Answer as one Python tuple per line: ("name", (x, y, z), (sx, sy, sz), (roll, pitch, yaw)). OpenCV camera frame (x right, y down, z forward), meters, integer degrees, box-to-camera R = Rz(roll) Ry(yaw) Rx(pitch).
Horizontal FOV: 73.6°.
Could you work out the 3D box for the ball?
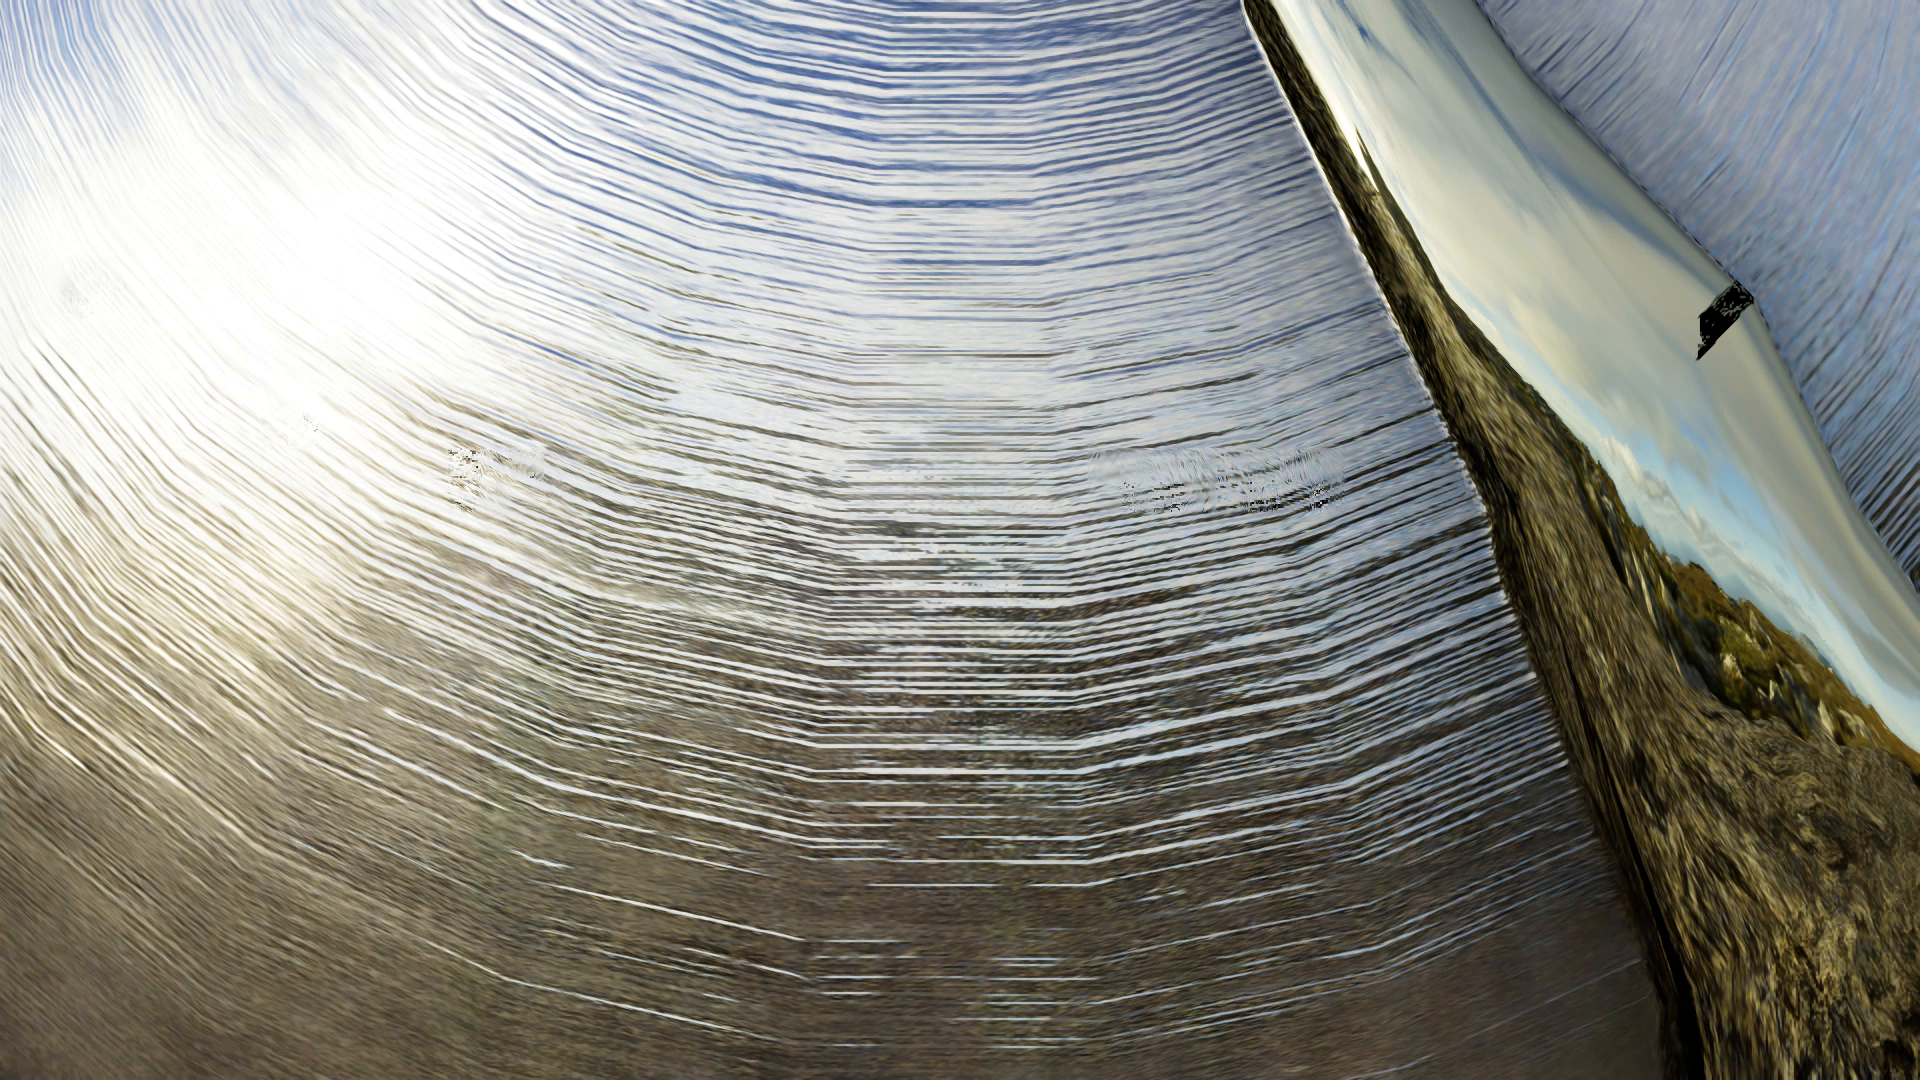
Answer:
("ball", (0.000, -0.002, 0.056), (0.080, 0.080, 0.080), (0, 4, 0))
